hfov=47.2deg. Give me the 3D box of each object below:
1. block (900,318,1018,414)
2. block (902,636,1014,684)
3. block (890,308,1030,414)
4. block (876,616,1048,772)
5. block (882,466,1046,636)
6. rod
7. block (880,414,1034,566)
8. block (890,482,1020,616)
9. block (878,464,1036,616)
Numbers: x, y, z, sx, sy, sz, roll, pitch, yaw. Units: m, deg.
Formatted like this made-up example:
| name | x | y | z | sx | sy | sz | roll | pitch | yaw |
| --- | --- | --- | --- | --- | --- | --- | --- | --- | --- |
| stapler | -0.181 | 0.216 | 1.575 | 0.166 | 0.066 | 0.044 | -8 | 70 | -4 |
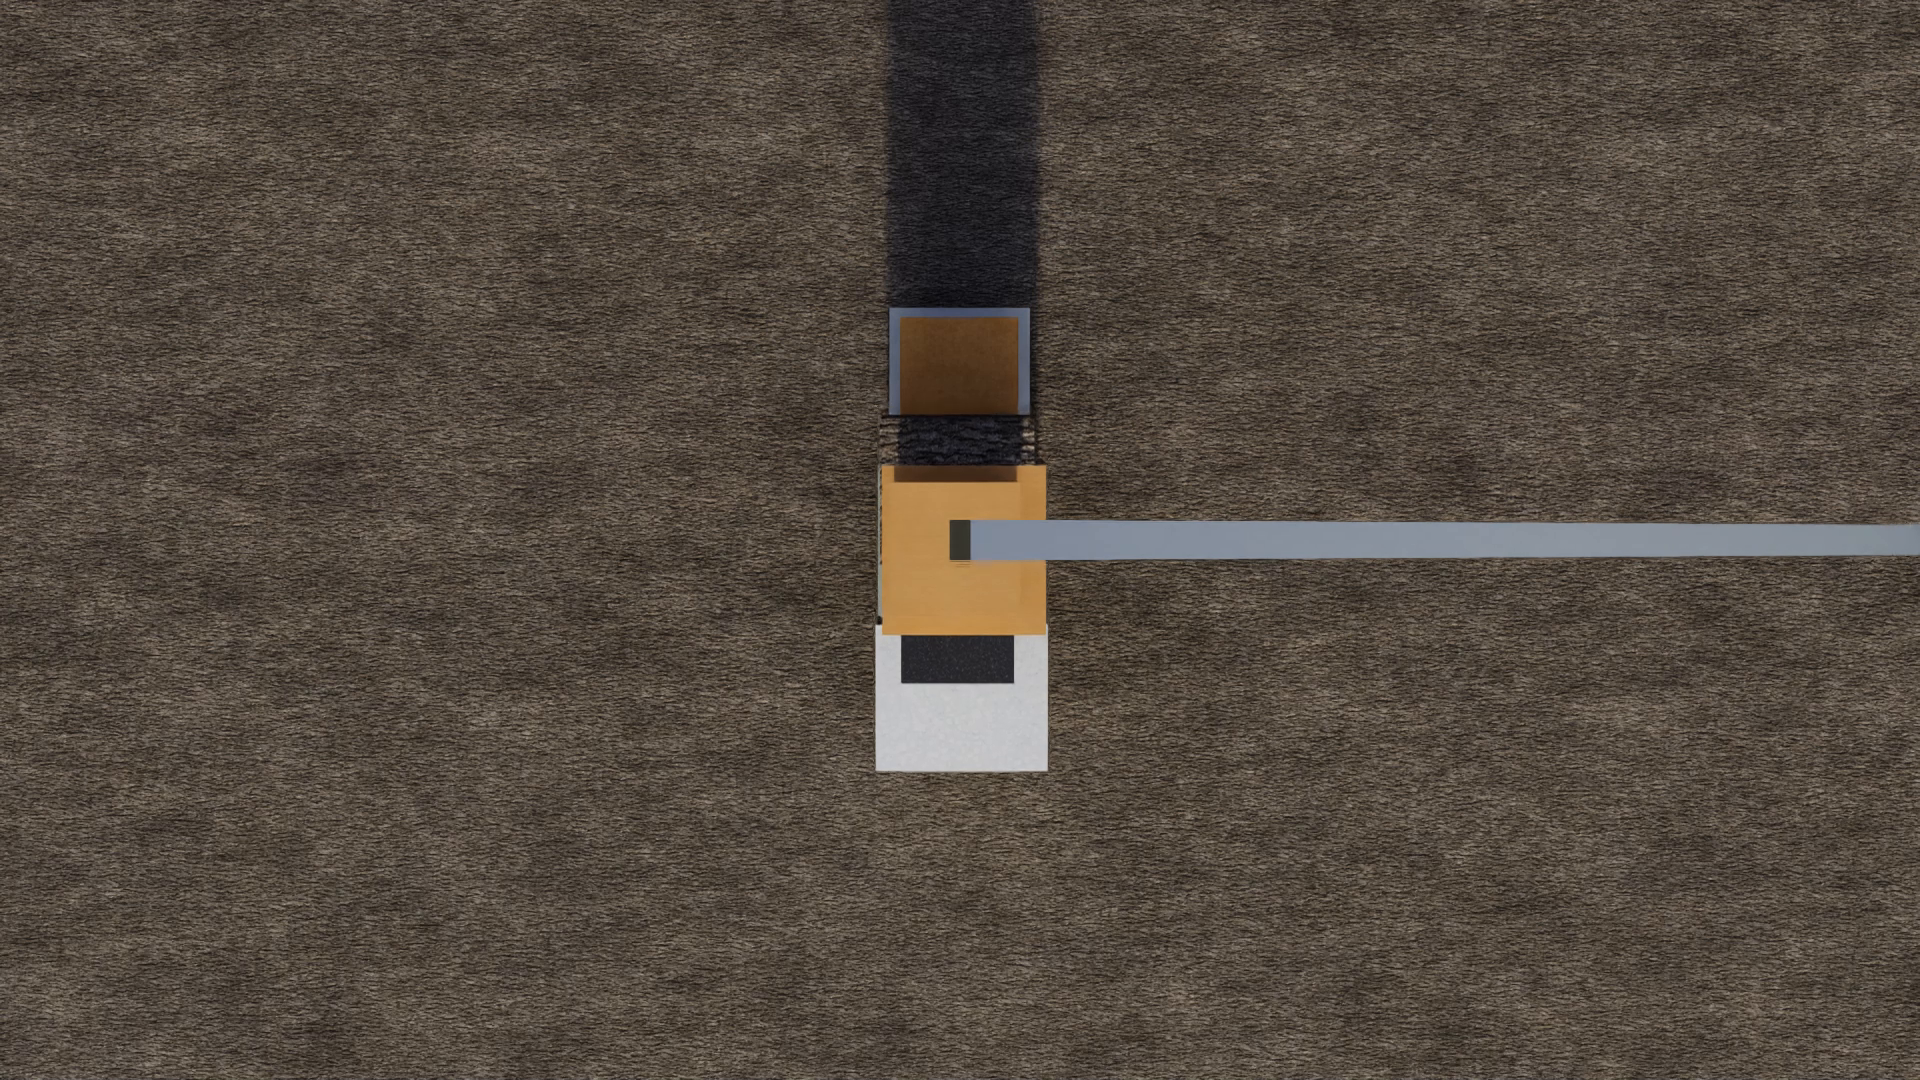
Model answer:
| name | x | y | z | sx | sy | sz | roll | pitch | yaw |
| --- | --- | --- | --- | --- | --- | --- | --- | --- | --- |
| block | -0.004 | -0.791 | 11.755 | 0.613 | 0.708 | 0.727 | 0 | 90 | 0 |
| block | -0.012 | 0.402 | 11.128 | 0.556 | 0.650 | 0.579 | 0 | 93 | 0 |
| block | -0.003 | -0.920 | 12.555 | 0.774 | 0.891 | 0.720 | 0 | 90 | 0 |
| block | 0.009 | 0.798 | 11.929 | 0.899 | 0.874 | 0.770 | 0 | 94 | 0 |
| block | 0.016 | 0.047 | 9.421 | 0.680 | 0.603 | 0.703 | 0 | 89 | 0 |
| rod | 2.212 | 0.000 | 5.724 | 5.200 | 0.080 | 0.080 | 0 | 90 | -32 |
| block | -0.015 | -0.263 | 11.077 | 0.756 | 0.676 | 0.723 | 0 | 95 | 0 |
| block | -0.019 | 0.040 | 8.865 | 0.509 | 0.508 | 0.527 | 0 | 89 | 0 |
| block | -0.018 | -0.010 | 11.885 | 0.819 | 0.884 | 0.794 | 0 | 91 | 0 |
